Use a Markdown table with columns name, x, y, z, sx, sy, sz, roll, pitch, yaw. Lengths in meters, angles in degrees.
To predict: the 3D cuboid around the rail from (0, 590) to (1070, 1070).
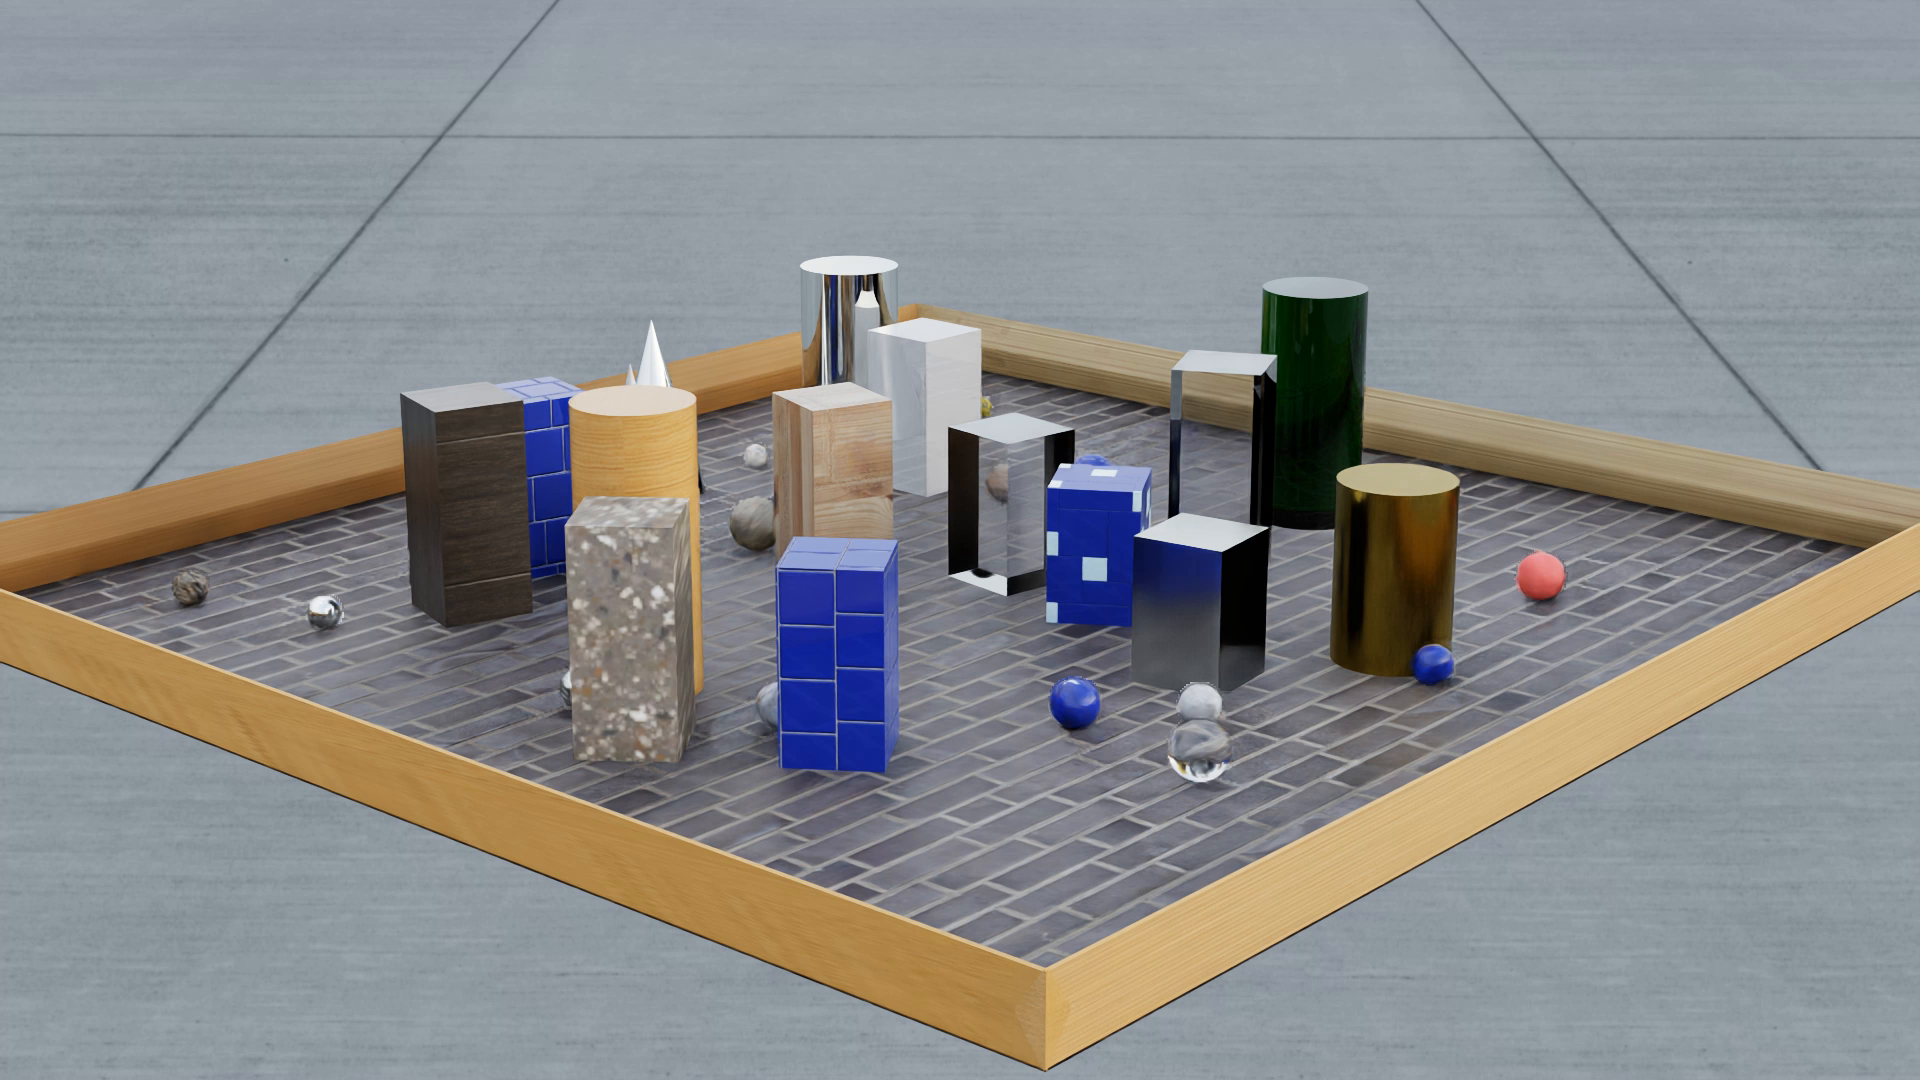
| name | x | y | z | sx | sy | sz | roll | pitch | yaw |
| --- | --- | --- | --- | --- | --- | --- | --- | --- | --- |
| rail | -0.840 | 0.311 | 4.194 | 2.527 | 0.128 | 0.045 | 14 | 22 | 39 |

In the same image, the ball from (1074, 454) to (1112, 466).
| name | x | y | z | sx | sy | sz | roll | pitch | yaw |
| --- | --- | --- | --- | --- | --- | --- | --- | --- | --- |
| ball | 0.256 | -0.120 | 5.683 | 0.096 | 0.096 | 0.096 | 0 | 17 | 0 |

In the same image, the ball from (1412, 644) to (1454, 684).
| name | x | y | z | sx | sy | sz | roll | pitch | yaw |
| --- | --- | --- | --- | --- | --- | --- | --- | --- | --- |
| ball | 0.755 | 0.198 | 4.683 | 0.065 | 0.065 | 0.065 | 0 | 17 | 0 |

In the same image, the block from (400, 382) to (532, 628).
| name | x | y | z | sx | sy | sz | roll | pitch | yaw |
| --- | --- | --- | --- | --- | --- | --- | --- | --- | --- |
| block | -0.842 | -0.062 | 5.008 | 0.158 | 0.376 | 0.158 | -10 | 19 | -30 |

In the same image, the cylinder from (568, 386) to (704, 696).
| name | x | y | z | sx | sy | sz | roll | pitch | yaw |
| --- | --- | --- | --- | --- | --- | --- | --- | --- | --- |
| cylinder | -0.507 | 0.009 | 4.609 | 0.197 | 0.470 | 0.197 | 0 | 17 | 0 |

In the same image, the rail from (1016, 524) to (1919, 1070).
| name | x | y | z | sx | sy | sz | roll | pitch | yaw |
| --- | --- | --- | --- | --- | --- | --- | --- | --- | --- |
| rail | 0.936 | 0.267 | 4.342 | 0.045 | 0.128 | 2.609 | 14 | 22 | 39 |

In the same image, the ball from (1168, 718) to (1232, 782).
| name | x | y | z | sx | sy | sz | roll | pitch | yaw |
| --- | --- | --- | --- | --- | --- | --- | --- | --- | --- |
| ball | 0.350 | 0.306 | 4.274 | 0.094 | 0.094 | 0.094 | 0 | 17 | 0 |

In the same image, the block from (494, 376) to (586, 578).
| name | x | y | z | sx | sy | sz | roll | pitch | yaw |
| --- | --- | --- | --- | --- | --- | --- | --- | --- | --- |
| block | -0.764 | -0.112 | 5.269 | 0.158 | 0.321 | 0.158 | -11 | 20 | -33 |

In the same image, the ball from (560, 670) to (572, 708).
| name | x | y | z | sx | sy | sz | roll | pitch | yaw |
| --- | --- | --- | --- | --- | --- | --- | --- | --- | --- |
| ball | -0.587 | 0.231 | 4.563 | 0.071 | 0.071 | 0.071 | 0 | 17 | 0 |

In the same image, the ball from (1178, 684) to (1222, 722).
| name | x | y | z | sx | sy | sz | roll | pitch | yaw |
| --- | --- | --- | --- | --- | --- | --- | --- | --- | --- |
| ball | 0.368 | 0.253 | 4.495 | 0.067 | 0.067 | 0.067 | 0 | 17 | 0 |

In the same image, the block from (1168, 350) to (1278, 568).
| name | x | y | z | sx | sy | sz | roll | pitch | yaw |
| --- | --- | --- | --- | --- | --- | --- | --- | --- | --- |
| block | 0.464 | -0.124 | 5.189 | 0.158 | 0.390 | 0.158 | 5 | 17 | 15 |

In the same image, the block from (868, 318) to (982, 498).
| name | x | y | z | sx | sy | sz | roll | pitch | yaw |
| --- | --- | --- | --- | --- | --- | --- | --- | --- | --- |
| block | -0.070 | -0.264 | 5.793 | 0.158 | 0.309 | 0.158 | 15 | 22 | 40 |

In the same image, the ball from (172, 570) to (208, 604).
| name | x | y | z | sx | sy | sz | roll | pitch | yaw |
| --- | --- | --- | --- | --- | --- | --- | --- | --- | --- |
| ball | -1.333 | 0.082 | 5.077 | 0.060 | 0.060 | 0.060 | 0 | 17 | 0 |

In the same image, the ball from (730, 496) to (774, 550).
| name | x | y | z | sx | sy | sz | roll | pitch | yaw |
| --- | --- | --- | --- | --- | --- | --- | --- | --- | --- |
| ball | -0.373 | -0.030 | 5.381 | 0.099 | 0.099 | 0.099 | 0 | 17 | 0 |

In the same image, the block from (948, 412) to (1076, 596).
| name | x | y | z | sx | sy | sz | roll | pitch | yaw |
| --- | --- | --- | --- | --- | --- | --- | --- | --- | --- |
| block | 0.090 | -0.065 | 5.192 | 0.158 | 0.275 | 0.158 | -14 | 22 | -39 |

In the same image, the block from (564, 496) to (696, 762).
| name | x | y | z | sx | sy | sz | roll | pitch | yaw |
| --- | --- | --- | --- | --- | --- | --- | --- | --- | --- |
| block | -0.490 | 0.132 | 4.383 | 0.158 | 0.364 | 0.158 | 1 | 17 | 4 |

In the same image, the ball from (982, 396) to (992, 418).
| name | x | y | z | sx | sy | sz | roll | pitch | yaw |
| --- | --- | --- | --- | --- | --- | --- | --- | --- | --- |
| ball | 0.045 | -0.286 | 6.317 | 0.048 | 0.048 | 0.048 | 0 | 17 | 0 |

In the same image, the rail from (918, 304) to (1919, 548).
| name | x | y | z | sx | sy | sz | roll | pitch | yaw |
| --- | --- | --- | --- | --- | --- | --- | --- | --- | --- |
| rail | 0.840 | -0.247 | 6.046 | 2.527 | 0.128 | 0.045 | 14 | 22 | 39 |

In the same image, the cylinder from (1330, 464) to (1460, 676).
| name | x | y | z | sx | sy | sz | roll | pitch | yaw |
| --- | --- | --- | --- | --- | --- | --- | --- | --- | --- |
| cylinder | 0.706 | 0.047 | 4.772 | 0.197 | 0.303 | 0.197 | 0 | 17 | 0 |

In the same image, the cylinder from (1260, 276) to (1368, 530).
| name | x | y | z | sx | sy | sz | roll | pitch | yaw |
| --- | --- | --- | --- | --- | --- | --- | --- | --- | --- |
| cylinder | 0.664 | -0.259 | 5.544 | 0.197 | 0.444 | 0.197 | 0 | 17 | 0 |

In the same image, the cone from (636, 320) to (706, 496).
| name | x | y | z | sx | sy | sz | roll | pitch | yaw |
| --- | --- | --- | --- | --- | --- | --- | --- | --- | --- |
| cone | -0.599 | -0.264 | 5.738 | 0.197 | 0.341 | 0.197 | 0 | 17 | 0 |

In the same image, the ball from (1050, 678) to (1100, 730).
| name | x | y | z | sx | sy | sz | roll | pitch | yaw |
| --- | --- | --- | --- | --- | --- | --- | --- | --- | --- |
| ball | 0.176 | 0.251 | 4.487 | 0.078 | 0.078 | 0.078 | 0 | 17 | 0 |

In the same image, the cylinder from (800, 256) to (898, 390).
| name | x | y | z | sx | sy | sz | roll | pitch | yaw |
| --- | --- | --- | --- | --- | --- | --- | --- | --- | --- |
| cylinder | -0.224 | -0.365 | 5.979 | 0.197 | 0.396 | 0.197 | 0 | 17 | 0 |

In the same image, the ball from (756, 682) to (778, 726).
| name | x | y | z | sx | sy | sz | roll | pitch | yaw |
| --- | --- | --- | --- | --- | --- | --- | --- | --- | --- |
| ball | -0.280 | 0.252 | 4.499 | 0.067 | 0.067 | 0.067 | 0 | 17 | 0 |

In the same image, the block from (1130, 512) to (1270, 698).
| name | x | y | z | sx | sy | sz | roll | pitch | yaw |
| --- | --- | --- | --- | --- | --- | --- | --- | --- | --- |
| block | 0.383 | 0.104 | 4.687 | 0.158 | 0.243 | 0.158 | 11 | 20 | 32 |

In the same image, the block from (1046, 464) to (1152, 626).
| name | x | y | z | sx | sy | sz | roll | pitch | yaw |
| --- | --- | --- | --- | --- | --- | --- | --- | --- | --- |
| block | 0.238 | 0.008 | 5.016 | 0.158 | 0.237 | 0.158 | 3 | 17 | 9 |

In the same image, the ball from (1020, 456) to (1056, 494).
| name | x | y | z | sx | sy | sz | roll | pitch | yaw |
| --- | --- | --- | --- | --- | --- | --- | --- | --- | --- |
| ball | 0.154 | -0.128 | 5.750 | 0.074 | 0.074 | 0.074 | 0 | 17 | 0 |

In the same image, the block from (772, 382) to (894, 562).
| name | x | y | z | sx | sy | sz | roll | pitch | yaw |
| --- | --- | --- | --- | --- | --- | --- | --- | --- | --- |
| block | -0.228 | -0.106 | 5.261 | 0.158 | 0.313 | 0.158 | -10 | 19 | -29 |

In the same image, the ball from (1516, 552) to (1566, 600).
| name | x | y | z | sx | sy | sz | roll | pitch | yaw |
| --- | --- | --- | --- | --- | --- | --- | --- | --- | --- |
| ball | 1.010 | 0.063 | 5.100 | 0.083 | 0.083 | 0.083 | 0 | 17 | 0 |

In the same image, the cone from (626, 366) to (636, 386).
| name | x | y | z | sx | sy | sz | roll | pitch | yaw |
| --- | --- | --- | --- | --- | --- | --- | --- | --- | --- |
| cone | -0.566 | -0.107 | 5.087 | 0.197 | 0.415 | 0.197 | 0 | 17 | 0 |

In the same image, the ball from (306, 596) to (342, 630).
| name | x | y | z | sx | sy | sz | roll | pitch | yaw |
| --- | --- | --- | --- | --- | --- | --- | --- | --- | --- |
| ball | -1.073 | 0.122 | 4.948 | 0.058 | 0.058 | 0.058 | 0 | 17 | 0 |

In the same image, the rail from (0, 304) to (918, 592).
| name | x | y | z | sx | sy | sz | roll | pitch | yaw |
| --- | --- | --- | --- | --- | --- | --- | --- | --- | --- |
| rail | -0.936 | -0.202 | 5.898 | 0.045 | 0.128 | 2.609 | 14 | 22 | 39 |

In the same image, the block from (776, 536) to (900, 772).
| name | x | y | z | sx | sy | sz | roll | pitch | yaw |
| --- | --- | --- | --- | --- | --- | --- | --- | --- | --- |
| block | -0.180 | 0.168 | 4.356 | 0.158 | 0.310 | 0.158 | 2 | 17 | 6 |

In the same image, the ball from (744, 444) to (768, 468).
| name | x | y | z | sx | sy | sz | roll | pitch | yaw |
| --- | --- | --- | --- | --- | --- | --- | --- | --- | --- |
| ball | -0.413 | -0.170 | 5.933 | 0.048 | 0.048 | 0.048 | 0 | 17 | 0 |
